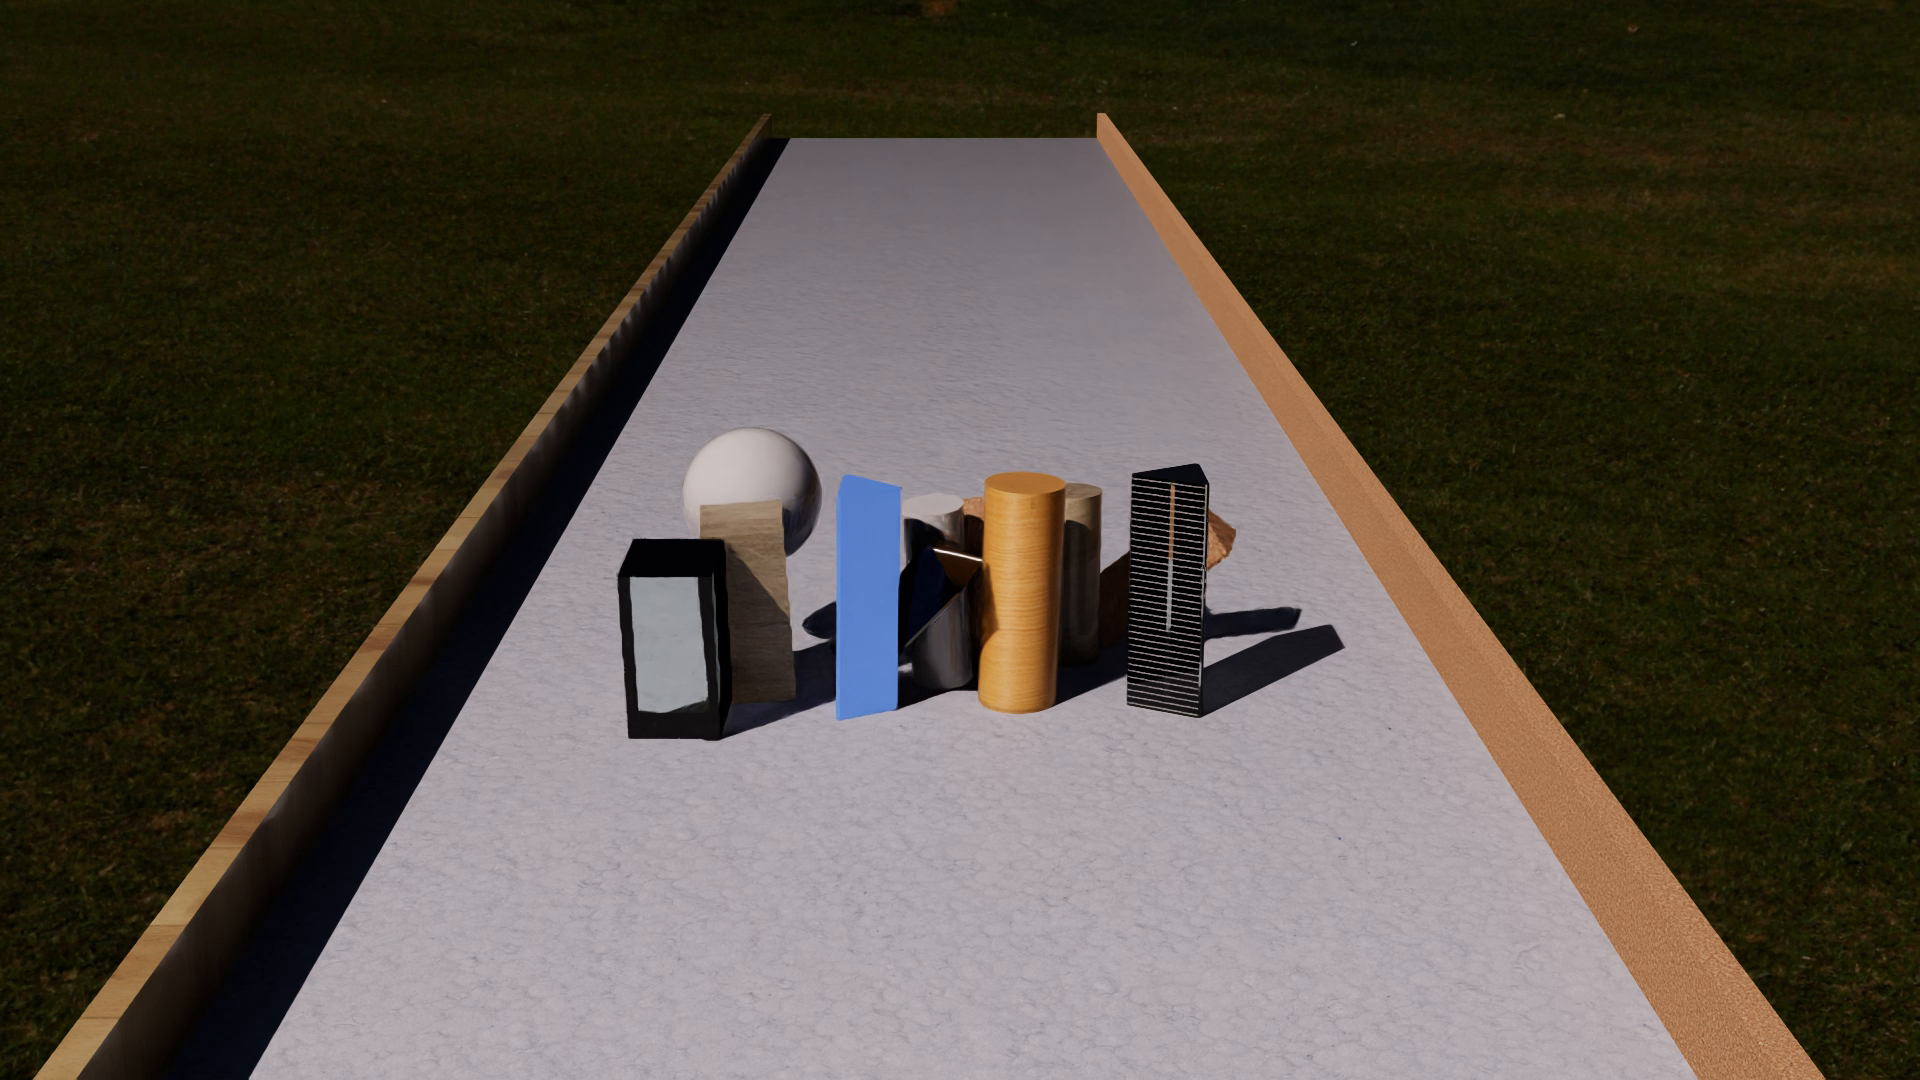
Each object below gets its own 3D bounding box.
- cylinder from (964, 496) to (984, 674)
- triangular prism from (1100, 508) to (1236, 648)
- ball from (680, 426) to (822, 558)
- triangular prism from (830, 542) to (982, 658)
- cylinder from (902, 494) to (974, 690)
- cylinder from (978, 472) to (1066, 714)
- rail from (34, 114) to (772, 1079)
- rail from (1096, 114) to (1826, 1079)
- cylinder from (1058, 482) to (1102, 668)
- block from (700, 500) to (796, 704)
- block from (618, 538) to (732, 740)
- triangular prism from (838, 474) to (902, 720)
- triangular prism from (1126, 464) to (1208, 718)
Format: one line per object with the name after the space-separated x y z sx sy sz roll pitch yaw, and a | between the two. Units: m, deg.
0.065 0.089 4.368 0.173 0.316 0.173 0 17 0 | cylinder
0.386 0.059 4.459 0.337 0.114 0.132 -39 8 24 | triangular prism
-0.409 -0.084 4.322 0.277 0.277 0.277 0 17 0 | ball
-0.091 0.144 4.151 0.099 0.372 0.114 -11 64 -43 | triangular prism
-0.042 0.100 4.241 0.118 0.361 0.118 -3 22 1 | cylinder
0.115 0.098 4.135 0.151 0.429 0.151 1 17 0 | cylinder
-1.118 -0.838 7.780 0.050 0.150 12.000 0 17 -1 | rail
0.932 -0.844 7.801 0.050 0.150 12.000 0 17 -1 | rail
0.222 0.070 4.381 0.116 0.348 0.116 0 17 0 | cylinder
-0.402 0.119 4.175 0.154 0.348 0.154 -5 24 -5 | block
-0.517 0.181 4.017 0.168 0.325 0.168 1 24 2 | block
-0.192 0.103 4.088 0.125 0.443 0.108 -9 24 -26 | triangular prism
0.414 0.089 4.134 0.151 0.452 0.131 9 19 27 | triangular prism
